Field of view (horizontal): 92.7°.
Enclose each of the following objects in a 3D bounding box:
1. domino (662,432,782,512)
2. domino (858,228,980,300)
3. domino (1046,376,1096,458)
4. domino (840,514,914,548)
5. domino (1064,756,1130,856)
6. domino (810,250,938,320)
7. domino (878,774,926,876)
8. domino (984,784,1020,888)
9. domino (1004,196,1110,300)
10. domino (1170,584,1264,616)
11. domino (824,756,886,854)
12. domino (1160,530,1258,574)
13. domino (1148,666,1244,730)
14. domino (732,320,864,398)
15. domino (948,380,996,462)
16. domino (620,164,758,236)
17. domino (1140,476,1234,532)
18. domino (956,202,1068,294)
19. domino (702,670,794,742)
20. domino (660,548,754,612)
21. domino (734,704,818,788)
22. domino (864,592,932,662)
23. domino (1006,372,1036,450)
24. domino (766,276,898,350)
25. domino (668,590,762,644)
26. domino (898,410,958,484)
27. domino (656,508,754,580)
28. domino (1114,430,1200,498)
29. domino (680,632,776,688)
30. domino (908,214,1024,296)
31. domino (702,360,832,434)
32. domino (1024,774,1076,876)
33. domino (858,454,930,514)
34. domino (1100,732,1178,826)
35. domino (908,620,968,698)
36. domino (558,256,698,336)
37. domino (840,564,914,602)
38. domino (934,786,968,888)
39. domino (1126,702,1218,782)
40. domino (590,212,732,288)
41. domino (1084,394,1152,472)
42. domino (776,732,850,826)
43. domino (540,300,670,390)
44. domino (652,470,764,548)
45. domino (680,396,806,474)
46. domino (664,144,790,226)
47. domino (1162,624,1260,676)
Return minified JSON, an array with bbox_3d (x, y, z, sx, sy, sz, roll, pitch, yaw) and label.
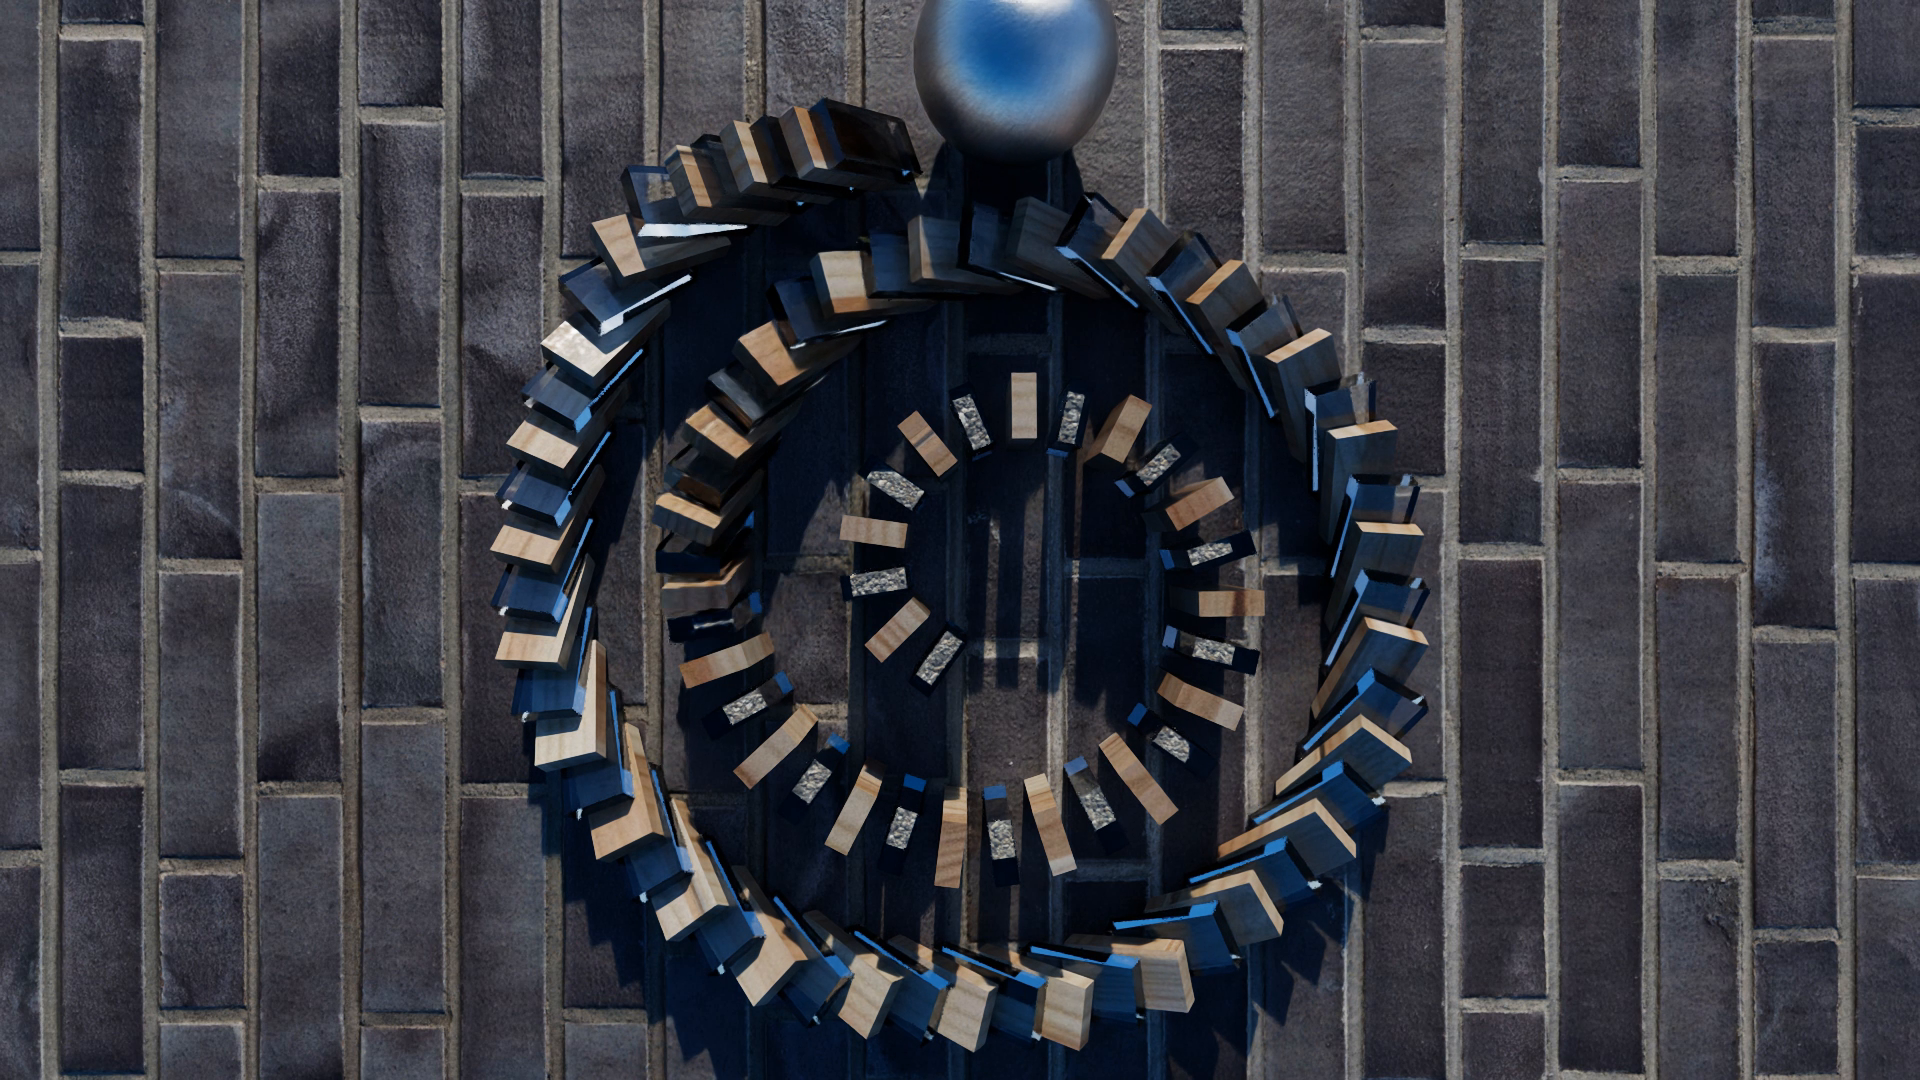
[{"bbox_3d":[-0.097,-0.034,0.378,0.025,0.050,0.009,29,130,0],"label":"domino"},{"bbox_3d":[-0.016,-0.114,0.383,0.050,0.009,0.025,-8,90,-32],"label":"domino"},{"bbox_3d":[0.045,-0.049,0.375,0.010,0.050,0.025,13,90,0],"label":"domino"},{"bbox_3d":[-0.033,-0.003,0.375,0.025,0.050,0.009,8,90,0],"label":"domino"},{"bbox_3d":[0.055,0.107,0.375,0.010,0.050,0.025,-27,90,0],"label":"domino"},{"bbox_3d":[-0.035,-0.107,0.382,0.050,0.009,0.025,-15,90,-33],"label":"domino"},{"bbox_3d":[-0.023,0.115,0.375,0.009,0.050,0.025,19,90,0],"label":"domino"},{"bbox_3d":[0.017,0.120,0.375,0.010,0.050,0.025,-8,90,0],"label":"domino"},{"bbox_3d":[0.044,-0.121,0.383,0.050,0.009,0.025,13,90,-31],"label":"domino"},{"bbox_3d":[0.104,0.024,0.375,0.025,0.050,0.009,-1,90,0],"label":"domino"},{"bbox_3d":[-0.042,0.107,0.375,0.010,0.050,0.025,28,90,0],"label":"domino"},{"bbox_3d":[0.100,0.005,0.375,0.025,0.050,0.010,-19,90,0],"label":"domino"},{"bbox_3d":[0.095,0.064,0.375,0.025,0.050,0.010,23,90,0],"label":"domino"},{"bbox_3d":[-0.067,-0.081,0.381,0.025,0.010,0.050,49,53,0],"label":"domino"},{"bbox_3d":[0.005,-0.048,0.375,0.010,0.050,0.025,-23,90,0],"label":"domino"},{"bbox_3d":[-0.111,-0.140,0.380,0.050,0.010,0.025,-15,86,-39],"label":"domino"},{"bbox_3d":[0.092,-0.014,0.375,0.025,0.050,0.010,-31,90,0],"label":"domino"},{"bbox_3d":[0.024,-0.121,0.383,0.050,0.009,0.025,6,90,-31],"label":"domino"},{"bbox_3d":[-0.086,0.067,0.375,0.025,0.050,0.009,-29,90,0],"label":"domino"},{"bbox_3d":[-0.102,0.016,0.375,0.025,0.050,0.009,-3,106,0],"label":"domino"},{"bbox_3d":[-0.074,0.083,0.375,0.025,0.050,0.009,-43,90,0],"label":"domino"},{"bbox_3d":[-0.024,0.035,0.375,0.025,0.050,0.009,-44,90,0],"label":"domino"},{"bbox_3d":[0.025,-0.051,0.375,0.009,0.050,0.025,0,90,0],"label":"domino"},{"bbox_3d":[-0.053,-0.098,0.382,0.050,0.009,0.025,-23,90,-35],"label":"domino"},{"bbox_3d":[-0.099,0.031,0.375,0.025,0.050,0.009,-9,95,0],"label":"domino"},{"bbox_3d":[-0.012,-0.037,0.375,0.010,0.050,0.025,-39,90,0],"label":"domino"},{"bbox_3d":[-0.103,-0.001,0.375,0.025,0.050,0.010,8,115,0],"label":"domino"},{"bbox_3d":[0.080,-0.030,0.375,0.025,0.050,0.009,-42,90,0],"label":"domino"},{"bbox_3d":[-0.094,0.048,0.375,0.025,0.050,0.010,-19,90,0],"label":"domino"},{"bbox_3d":[0.003,-0.118,0.383,0.050,0.010,0.025,-3,90,-31],"label":"domino"},{"bbox_3d":[-0.079,-0.067,0.380,0.025,0.010,0.050,44,50,0],"label":"domino"},{"bbox_3d":[0.036,0.115,0.375,0.010,0.050,0.025,-18,90,0],"label":"domino"},{"bbox_3d":[-0.026,-0.022,0.375,0.025,0.050,0.009,34,90,0],"label":"domino"},{"bbox_3d":[0.072,0.096,0.375,0.010,0.050,0.025,-39,90,0],"label":"domino"},{"bbox_3d":[-0.008,0.047,0.375,0.009,0.050,0.025,36,90,0],"label":"domino"},{"bbox_3d":[-0.138,-0.109,0.383,0.025,0.009,0.050,47,59,0],"label":"domino"},{"bbox_3d":[-0.033,0.017,0.375,0.025,0.050,0.009,-9,90,0],"label":"domino"},{"bbox_3d":[-0.004,0.120,0.375,0.009,0.050,0.025,7,90,0],"label":"domino"},{"bbox_3d":[0.086,0.082,0.375,0.025,0.050,0.010,34,90,0],"label":"domino"},{"bbox_3d":[-0.125,-0.125,0.383,0.050,0.010,0.025,-31,90,-32],"label":"domino"},{"bbox_3d":[0.064,-0.042,0.375,0.010,0.050,0.025,27,90,0],"label":"domino"},{"bbox_3d":[-0.059,0.097,0.375,0.009,0.050,0.025,36,90,0],"label":"domino"},{"bbox_3d":[-0.147,-0.088,0.384,0.025,0.009,0.050,32,60,0],"label":"domino"},{"bbox_3d":[-0.102,-0.018,0.377,0.025,0.050,0.009,23,123,0],"label":"domino"},{"bbox_3d":[-0.089,-0.051,0.379,0.025,0.009,0.050,36,46,0],"label":"domino"},{"bbox_3d":[-0.095,-0.145,0.377,0.010,0.050,0.025,-20,90,37],"label":"domino"},{"bbox_3d":[0.102,0.044,0.375,0.025,0.050,0.010,13,90,0],"label":"domino"}]
